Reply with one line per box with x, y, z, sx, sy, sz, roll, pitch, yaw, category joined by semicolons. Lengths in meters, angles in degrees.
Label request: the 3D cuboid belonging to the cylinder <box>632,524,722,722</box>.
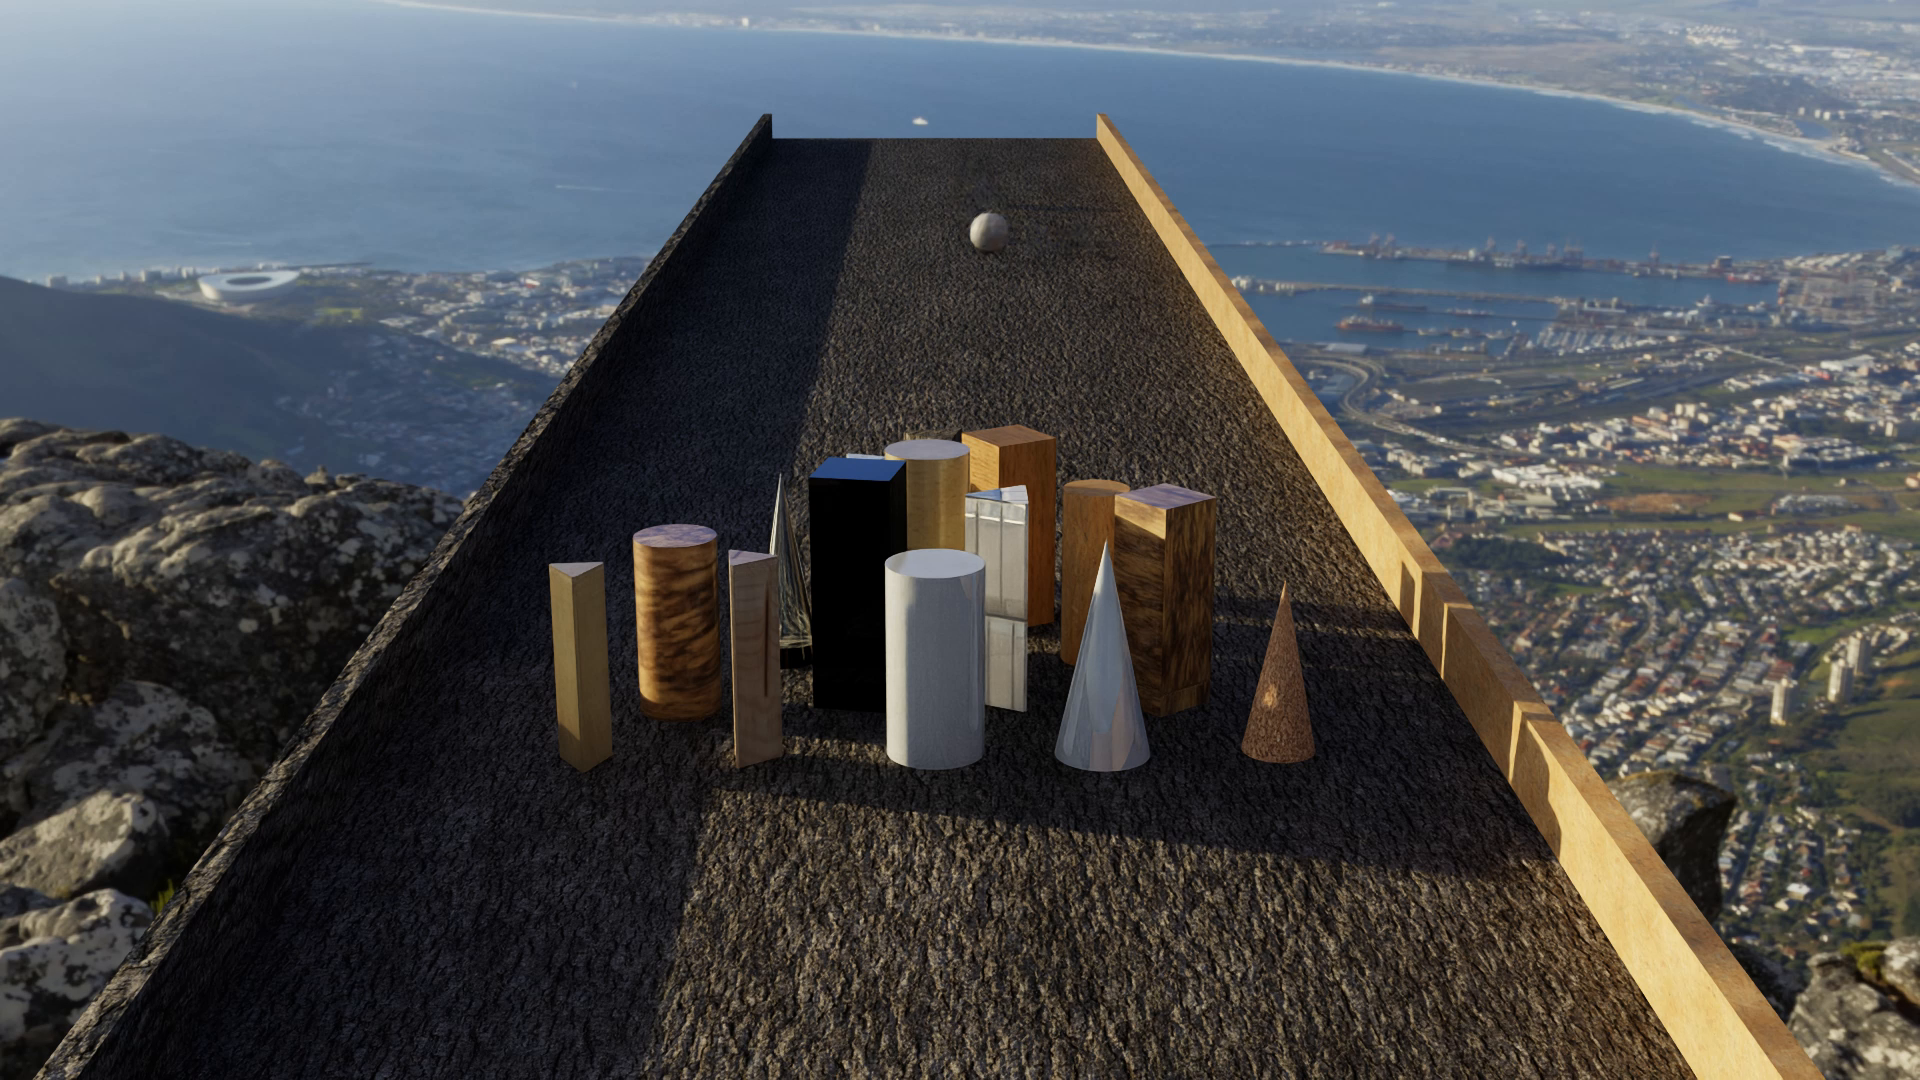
-0.527;0.154;4.113;0.154;0.339;0.154;0;17;0;cylinder

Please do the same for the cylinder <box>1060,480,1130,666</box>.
0.269;0.067;4.382;0.132;0.353;0.132;0;17;0;cylinder

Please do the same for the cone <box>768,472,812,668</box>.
-0.352;0.049;4.379;0.143;0.389;0.143;0;17;0;cone

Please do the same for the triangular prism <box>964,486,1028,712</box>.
0.093;0.105;4.159;0.130;0.406;0.113;9;19;28;triangular prism

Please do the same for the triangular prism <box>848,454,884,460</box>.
-0.211;-0.009;4.655;0.091;0.343;0.079;-14;22;-40;triangular prism

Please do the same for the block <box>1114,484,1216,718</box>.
0.382;0.112;4.143;0.133;0.404;0.133;-13;21;-38;block

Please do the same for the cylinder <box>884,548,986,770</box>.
-0.043;0.210;3.901;0.176;0.353;0.176;0;17;0;cylinder

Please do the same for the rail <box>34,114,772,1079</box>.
-1.118;-0.838;7.780;0.050;0.150;12.000;0;17;-1;rail

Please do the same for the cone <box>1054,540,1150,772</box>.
0.255;0.189;3.885;0.172;0.403;0.172;0;17;0;cone

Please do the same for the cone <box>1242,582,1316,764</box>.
0.573;0.222;3.914;0.133;0.322;0.133;0;17;0;cone

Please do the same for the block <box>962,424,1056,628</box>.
0.101;-0.025;4.610;0.141;0.400;0.141;-10;19;-31;block

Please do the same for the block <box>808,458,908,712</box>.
-0.189;0.084;4.152;0.151;0.451;0.151;3;17;10;block

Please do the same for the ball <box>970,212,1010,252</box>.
0.125;-1.302;9.308;0.169;0.169;0.169;0;17;0;ball

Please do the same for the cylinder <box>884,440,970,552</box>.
-0.064;0.028;4.378;0.168;0.430;0.168;0;17;0;cylinder

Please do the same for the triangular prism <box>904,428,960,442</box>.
-0.037;-0.075;4.887;0.131;0.338;0.114;14;22;39;triangular prism

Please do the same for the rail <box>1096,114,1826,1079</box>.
0.932;-0.844;7.801;0.050;0.150;12.000;0;17;-1;rail

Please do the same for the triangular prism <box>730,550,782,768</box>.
-0.379;0.205;3.882;0.094;0.373;0.082;-12;21;-36;triangular prism

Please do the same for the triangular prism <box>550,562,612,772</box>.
-0.655;0.218;3.863;0.080;0.360;0.093;-12;20;-34;triangular prism
